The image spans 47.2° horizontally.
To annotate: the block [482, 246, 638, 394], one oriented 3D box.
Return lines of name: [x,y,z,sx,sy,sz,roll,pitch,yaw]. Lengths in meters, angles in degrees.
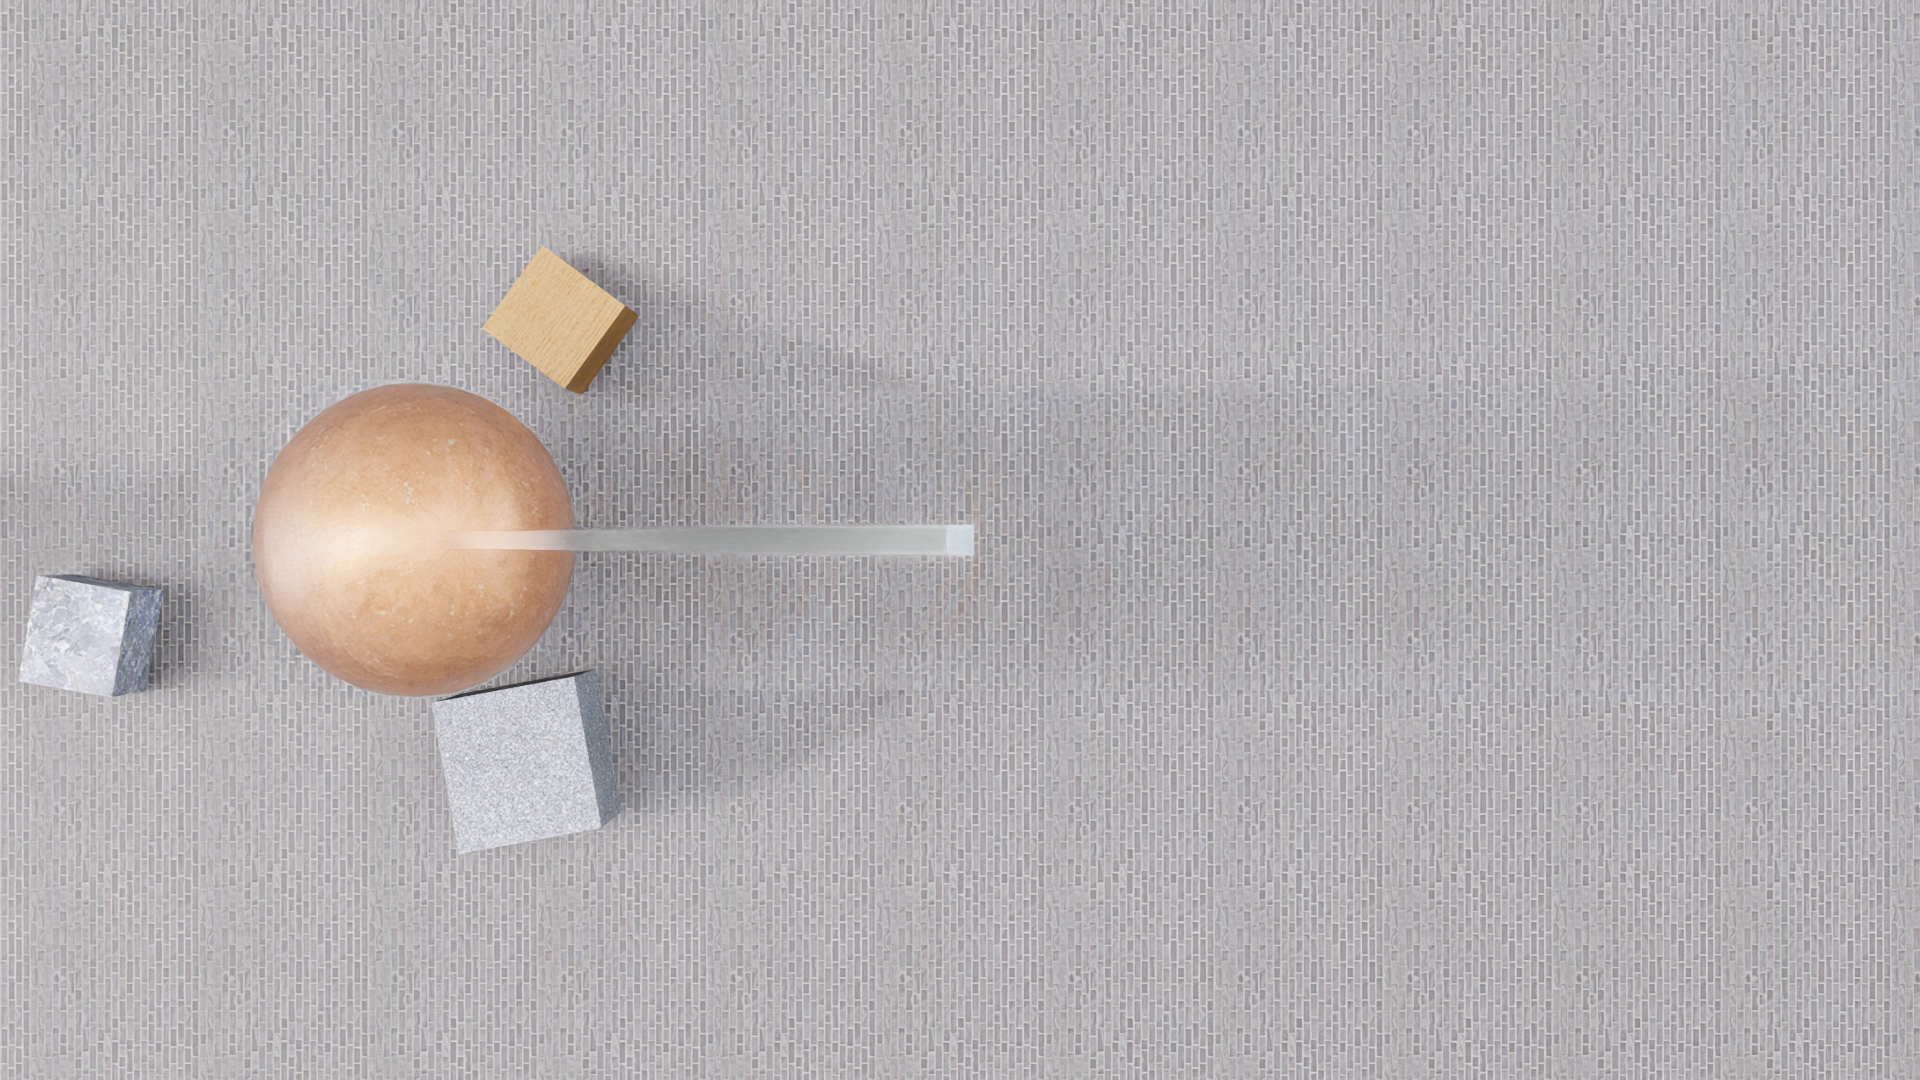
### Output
block: [-2.298,-1.262,12.719,0.579,0.562,0.580,36,90,0]

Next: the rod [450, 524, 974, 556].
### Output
rod: [-1.195,0.000,8.160,0.080,5.200,0.080,0,90,-27]

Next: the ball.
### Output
ball: [-2.758,0.000,11.180,1.600,1.600,1.600,0,90,0]

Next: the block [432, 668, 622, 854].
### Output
block: [-2.473,1.257,12.630,0.808,0.740,0.858,-10,90,0]

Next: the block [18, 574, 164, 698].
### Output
block: [-5.025,0.547,12.737,0.537,0.526,0.607,10,90,0]
